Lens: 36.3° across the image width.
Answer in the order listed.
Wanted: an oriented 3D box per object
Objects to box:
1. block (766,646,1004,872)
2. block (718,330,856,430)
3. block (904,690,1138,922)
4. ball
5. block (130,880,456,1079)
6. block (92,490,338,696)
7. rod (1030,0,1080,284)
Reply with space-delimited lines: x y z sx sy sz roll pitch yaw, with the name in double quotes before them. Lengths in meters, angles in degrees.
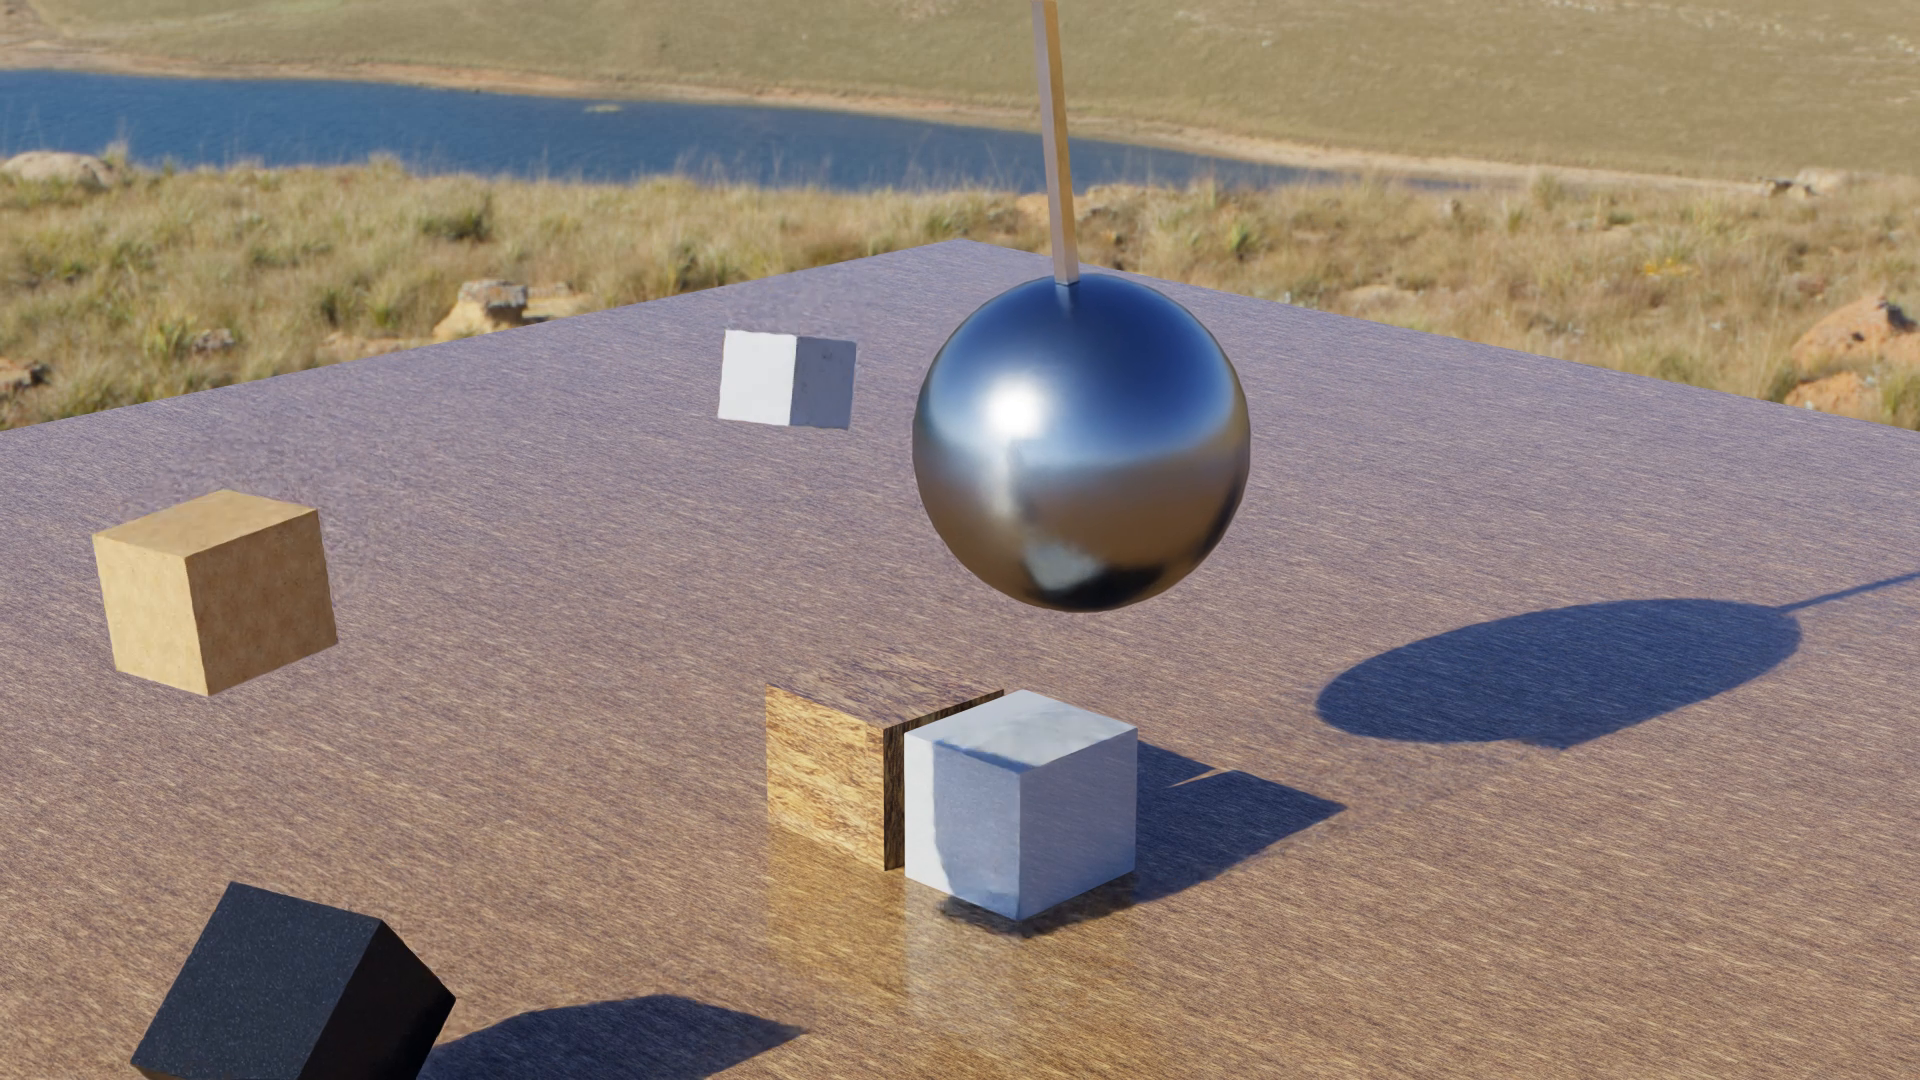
"block" -0.357 1.022 13.926 0.766 0.700 0.832 -16 23 -41
"block" -0.707 -0.655 12.012 0.393 0.362 0.366 8 4 39
"block" 0.278 1.195 13.370 0.710 0.703 0.788 16 24 41
"ball" 0.570 -0.456 13.796 1.600 1.600 1.600 0 17 0
"block" -2.469 1.823 10.915 0.717 0.634 0.767 9 59 27
"block" -2.690 0.181 10.604 0.548 0.521 0.582 11 24 38
"rod" 0.247 -3.574 12.478 0.080 5.200 0.080 17 32 42
